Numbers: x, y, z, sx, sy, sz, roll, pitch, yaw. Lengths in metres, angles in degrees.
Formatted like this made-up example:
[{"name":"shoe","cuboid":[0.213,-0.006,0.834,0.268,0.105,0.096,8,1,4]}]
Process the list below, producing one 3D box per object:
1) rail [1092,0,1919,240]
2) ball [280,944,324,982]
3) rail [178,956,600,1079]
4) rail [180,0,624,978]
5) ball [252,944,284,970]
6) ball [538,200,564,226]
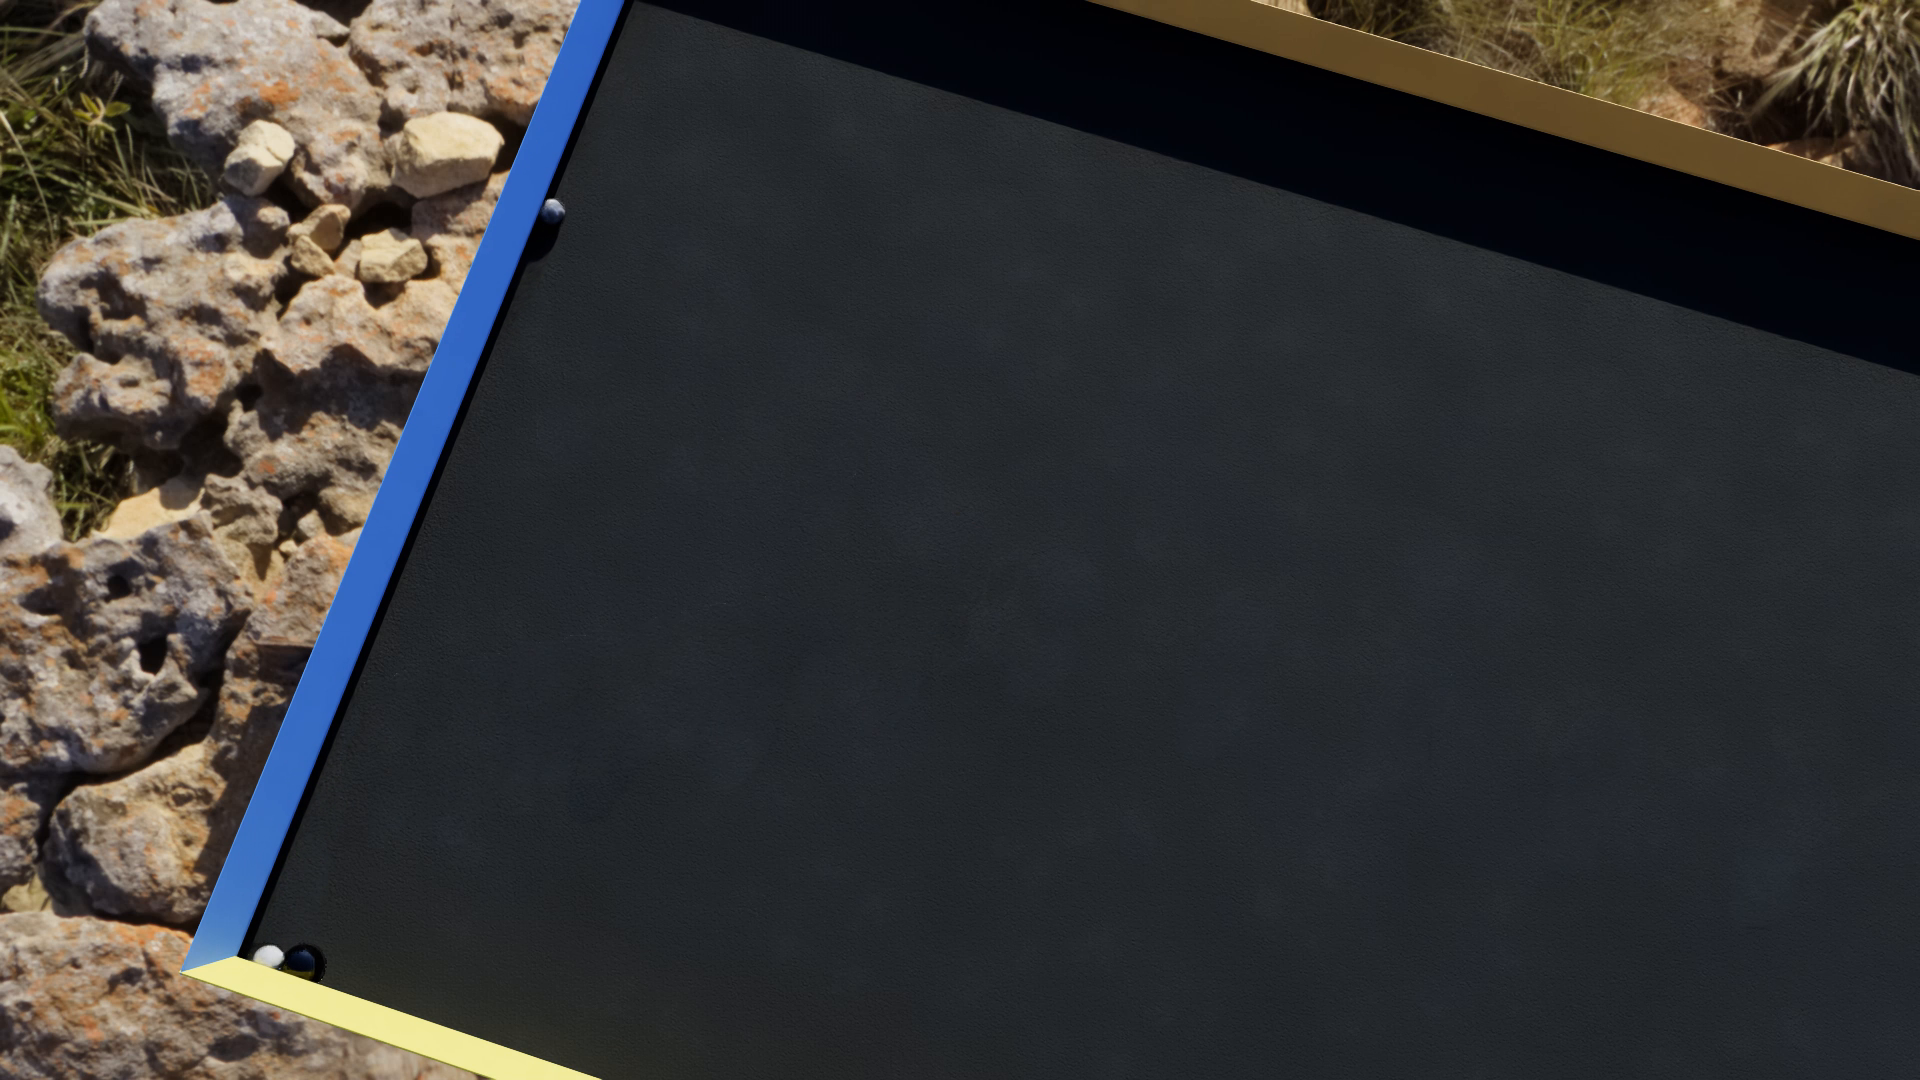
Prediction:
[{"name":"rail","cuboid":[1.092,-0.627,3.505,3.369,0.126,0.045,17,75,5]},{"name":"ball","cuboid":[-0.954,0.617,3.190,0.062,0.062,0.062,0,74,0]},{"name":"rail","cuboid":[0.512,1.103,3.019,3.369,0.126,0.045,17,75,5]},{"name":"rail","cuboid":[-0.779,-0.253,3.400,0.045,0.126,1.936,17,75,5]},{"name":"ball","cuboid":[-1.006,0.612,3.201,0.044,0.044,0.044,0,74,0]},{"name":"ball","cuboid":[-0.655,-0.525,3.522,0.041,0.041,0.041,0,74,0]}]
